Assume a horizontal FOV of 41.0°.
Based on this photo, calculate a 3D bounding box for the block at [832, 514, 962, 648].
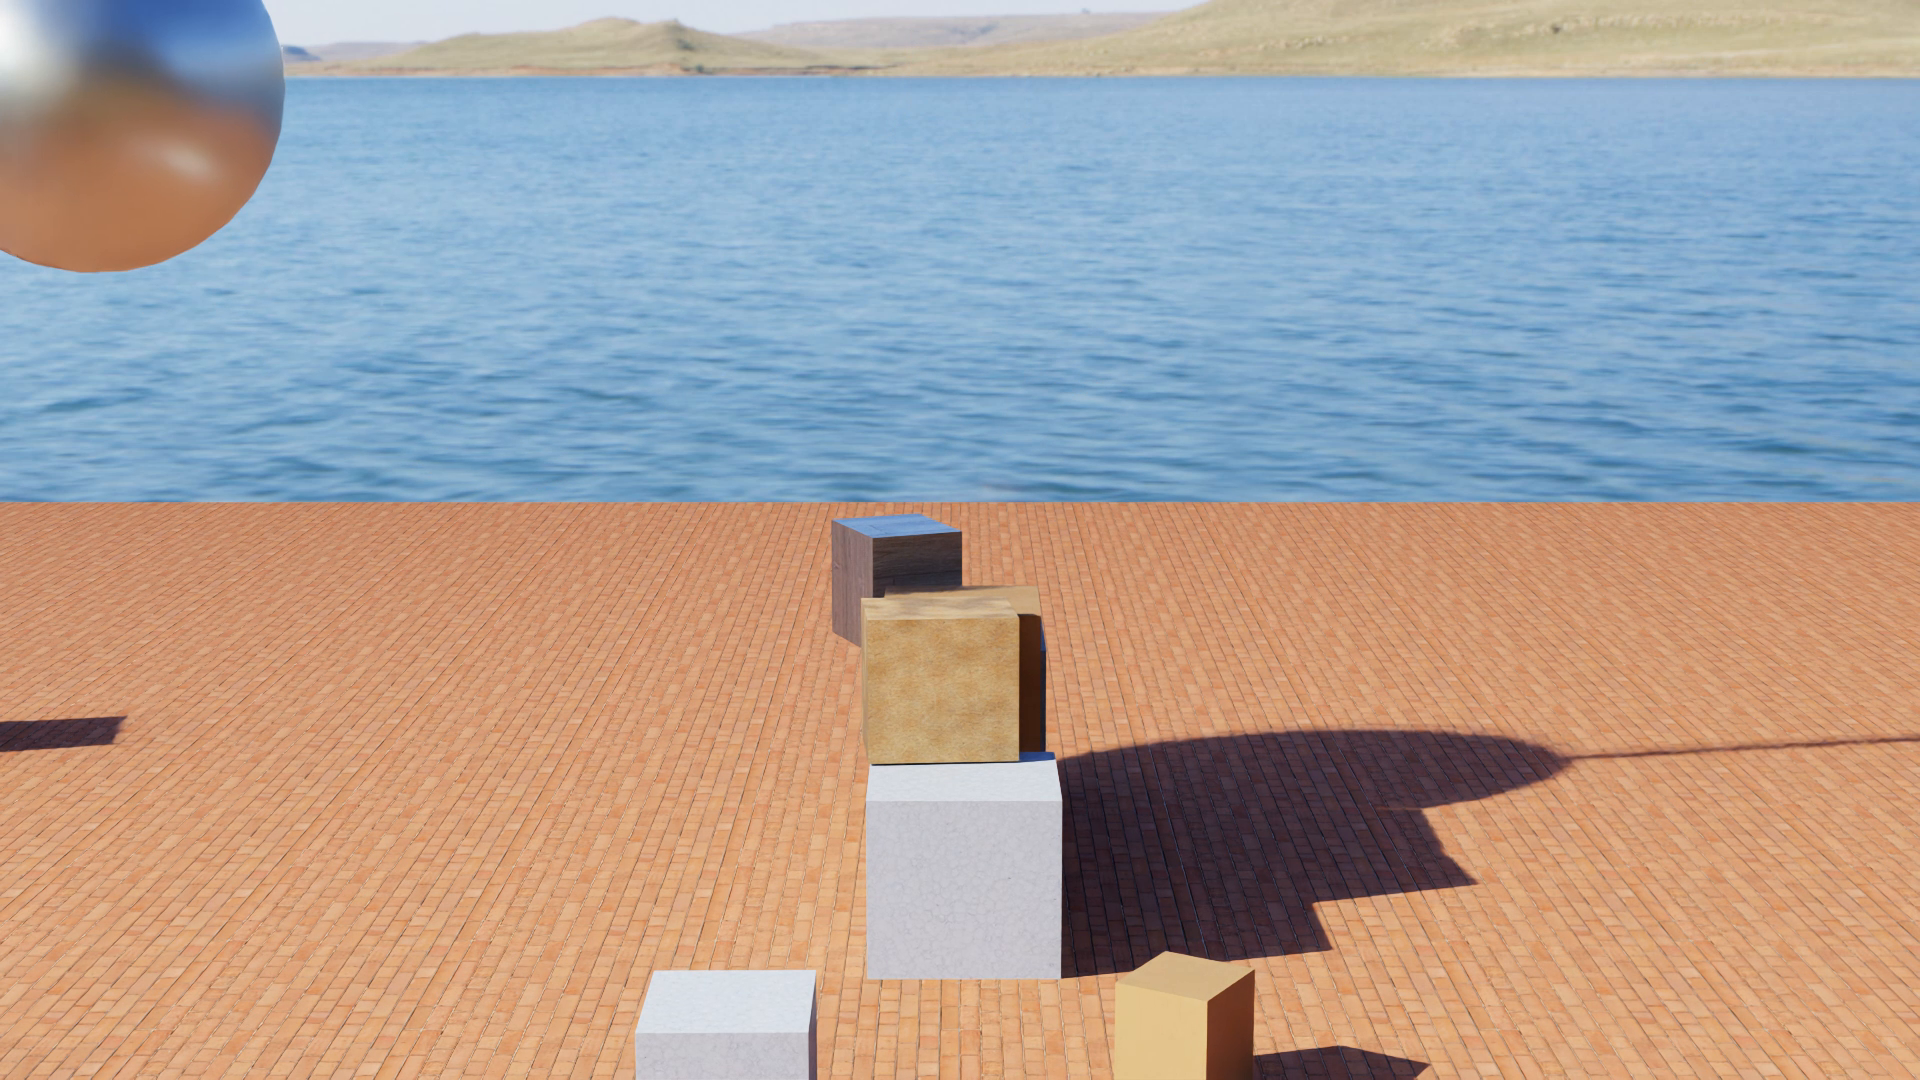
[{"bbox_3d":[-0.301,0.200,12.098,0.447,0.547,0.538,-4,11,-23],"label":"block"}]

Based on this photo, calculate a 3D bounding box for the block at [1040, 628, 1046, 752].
[{"bbox_3d":[-0.010,0.871,12.359,0.821,0.865,0.774,0,10,0],"label":"block"}]

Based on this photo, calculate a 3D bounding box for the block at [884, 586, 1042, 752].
[{"bbox_3d":[0.007,0.564,11.367,0.686,0.607,0.647,0,10,0],"label":"block"}]

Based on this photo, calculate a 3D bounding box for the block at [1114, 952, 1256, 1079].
[{"bbox_3d":[0.781,1.718,8.911,0.349,0.431,0.377,6,12,31],"label":"block"}]

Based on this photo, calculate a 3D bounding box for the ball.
[{"bbox_3d":[-3.673,-1.929,10.830,1.600,1.600,1.600,0,10,0],"label":"ball"}]

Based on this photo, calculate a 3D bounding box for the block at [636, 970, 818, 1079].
[{"bbox_3d":[-0.749,1.760,8.353,0.541,0.548,0.566,0,10,-1],"label":"block"}]

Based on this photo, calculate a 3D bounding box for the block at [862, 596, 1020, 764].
[{"bbox_3d":[-0.090,0.576,10.711,0.616,0.593,0.577,-1,8,-5],"label":"block"}]

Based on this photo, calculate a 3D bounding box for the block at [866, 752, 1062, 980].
[{"bbox_3d":[0.014,1.303,10.372,0.762,0.725,0.730,0,10,0],"label":"block"}]
